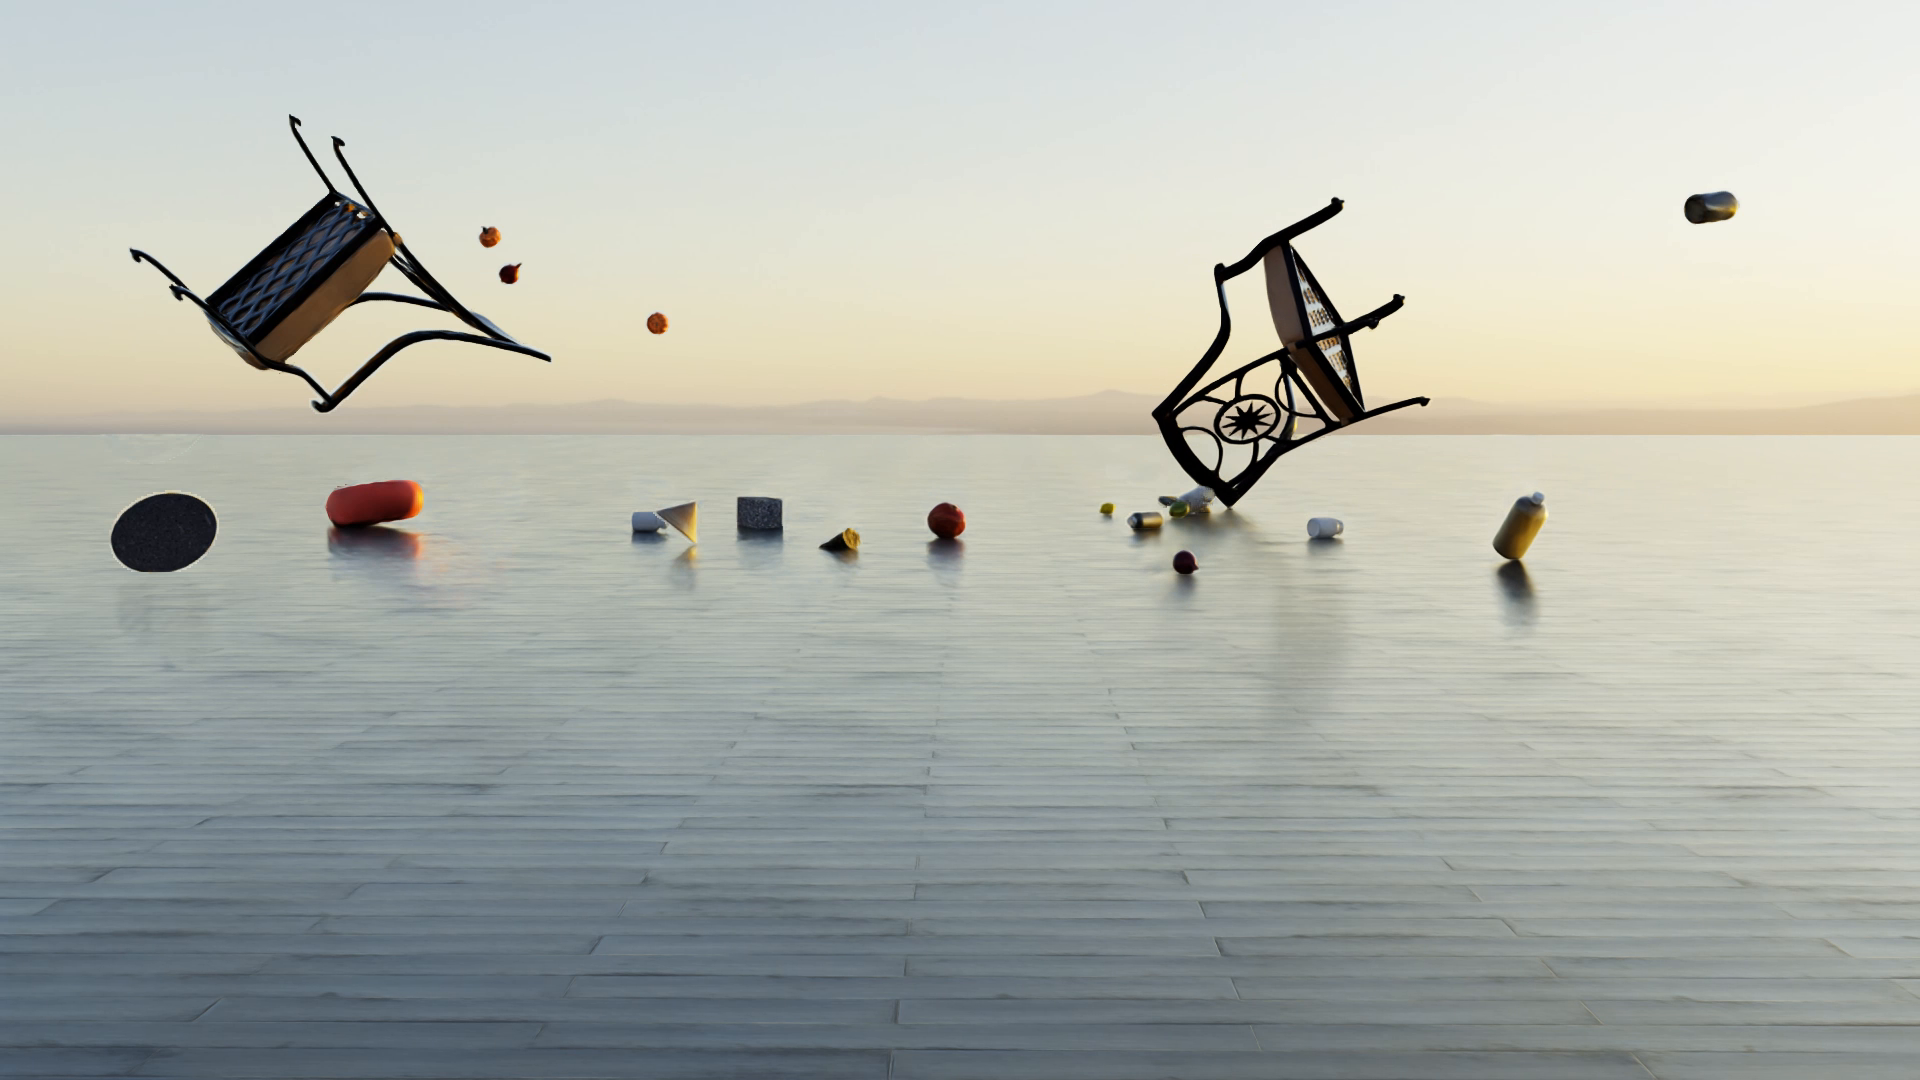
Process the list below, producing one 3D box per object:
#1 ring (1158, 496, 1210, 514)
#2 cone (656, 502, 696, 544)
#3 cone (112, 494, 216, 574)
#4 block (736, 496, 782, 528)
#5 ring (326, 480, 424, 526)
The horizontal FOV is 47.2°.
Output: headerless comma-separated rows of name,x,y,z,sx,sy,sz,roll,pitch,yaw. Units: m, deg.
ring,0.809,-0.127,7.931,0.196,0.033,0.106,13,12,10
cone,-0.787,-0.073,6.320,0.169,0.098,0.076,42,-9,-35
cone,-1.911,-0.043,5.367,0.294,0.190,0.145,-23,18,16
block,-0.657,-0.090,7.201,0.091,0.091,0.239,-1,4,-20
ring,-1.920,-0.120,7.211,0.400,0.123,0.211,-7,-1,32
